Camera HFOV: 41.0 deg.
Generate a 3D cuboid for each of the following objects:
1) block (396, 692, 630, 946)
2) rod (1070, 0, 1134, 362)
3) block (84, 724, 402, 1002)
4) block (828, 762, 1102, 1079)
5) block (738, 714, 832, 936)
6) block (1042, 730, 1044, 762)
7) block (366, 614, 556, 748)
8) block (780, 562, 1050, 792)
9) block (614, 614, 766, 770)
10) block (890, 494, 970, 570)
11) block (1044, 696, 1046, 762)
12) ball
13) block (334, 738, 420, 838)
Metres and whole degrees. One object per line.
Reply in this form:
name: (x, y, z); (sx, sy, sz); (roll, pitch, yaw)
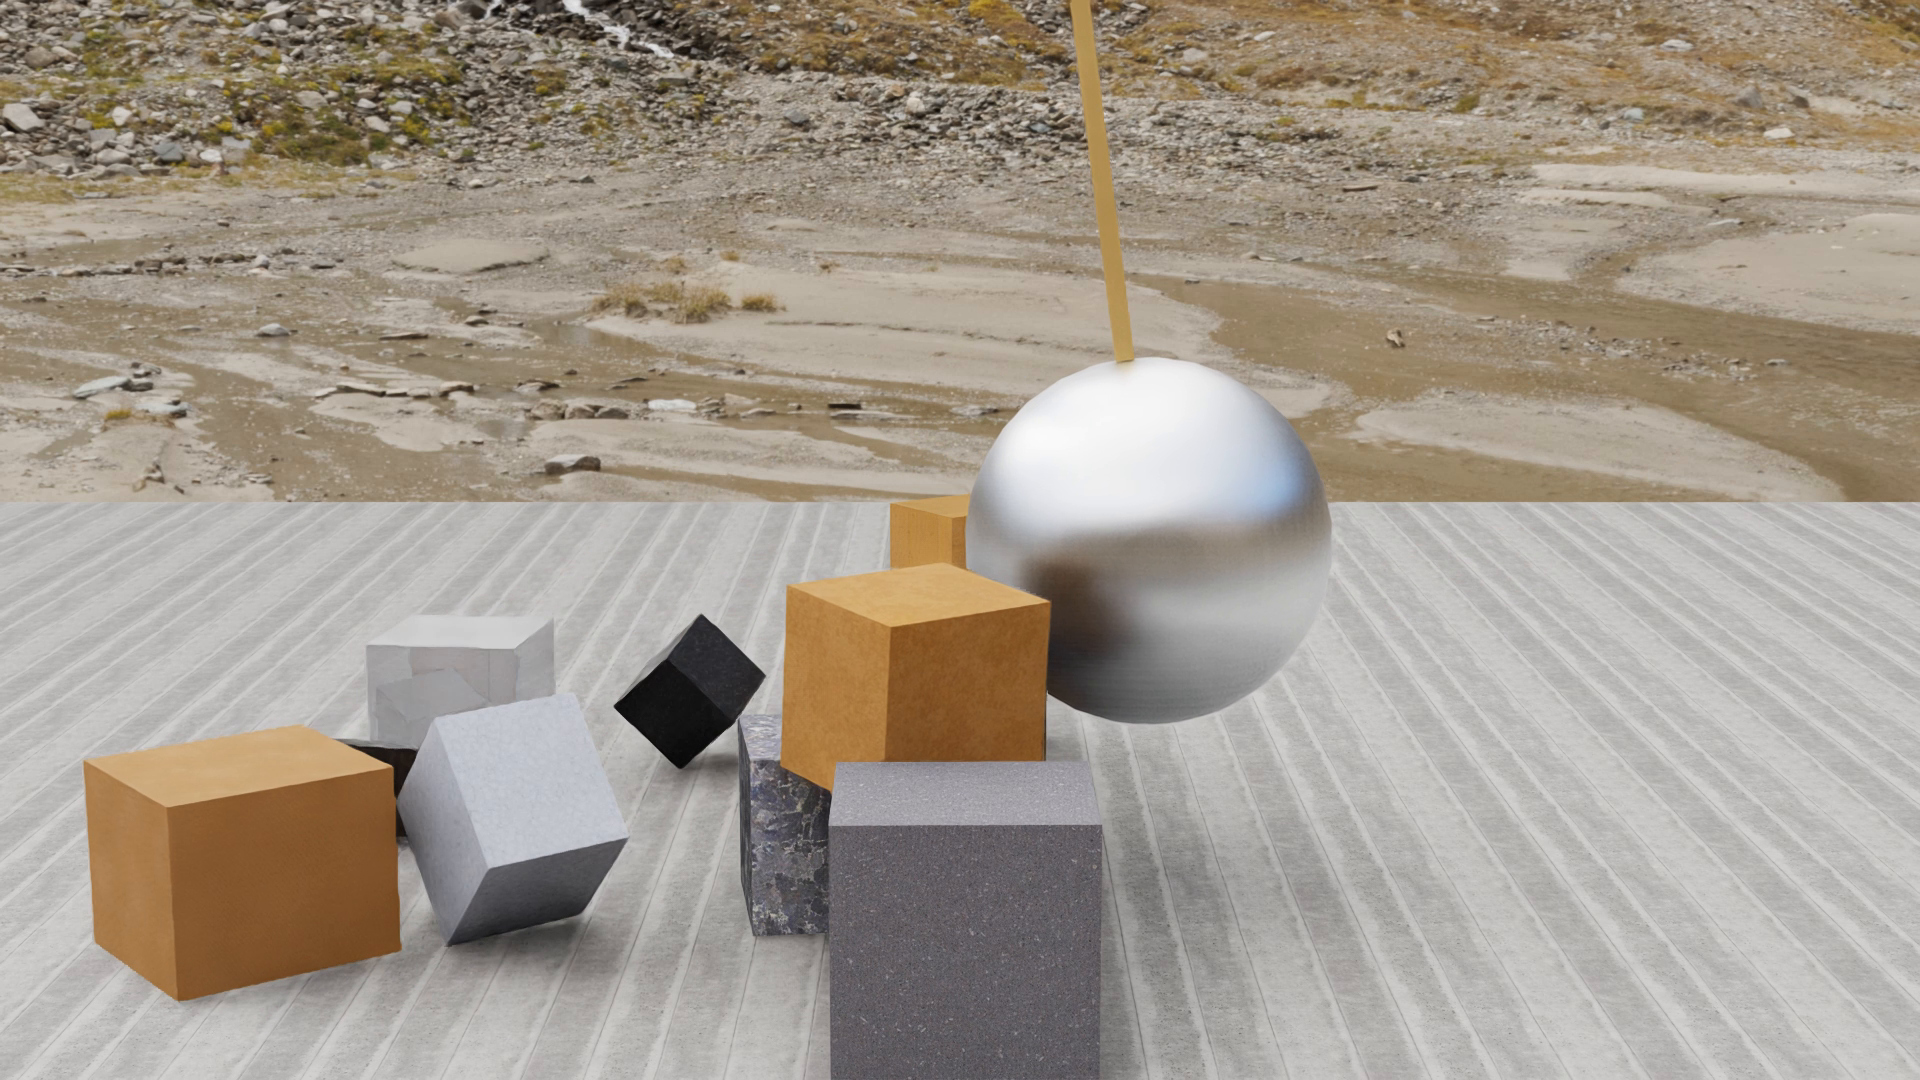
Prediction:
block: (-1.837, 1.139, 10.477); (0.604, 0.679, 0.717); (-10, -28, -32)
rod: (0.355, -3.310, 10.579); (0.080, 5.200, 0.080); (-8, 10, 1)
block: (-2.903, 1.277, 10.382); (0.934, 0.772, 0.875); (-8, 13, -38)
block: (0.013, 1.375, 9.376); (0.949, 0.940, 0.834); (0, 10, -1)
block: (-0.569, 1.190, 10.930); (0.690, 0.748, 0.761); (-2, 10, -8)
block: (-0.002, 1.061, 11.689); (0.737, 0.731, 0.685); (0, 10, 0)
block: (-2.440, 0.846, 12.633); (0.730, 0.813, 0.682); (1, 11, 6)
block: (-0.182, 0.575, 10.187); (0.782, 0.753, 0.690); (-8, 17, -37)
block: (-1.380, 0.775, 13.156); (0.459, 0.472, 0.480); (-41, 9, 30)
block: (0.045, 0.093, 12.625); (0.581, 0.542, 0.528); (-7, 13, -35)
block: (-0.020, 0.708, 13.320); (0.909, 0.840, 0.890); (0, 10, 0)
ball: (0.819, 0.004, 11.181); (1.600, 1.600, 1.600); (0, 10, 0)
block: (-2.764, 1.138, 11.843); (0.411, 0.401, 0.412); (9, -3, -42)
